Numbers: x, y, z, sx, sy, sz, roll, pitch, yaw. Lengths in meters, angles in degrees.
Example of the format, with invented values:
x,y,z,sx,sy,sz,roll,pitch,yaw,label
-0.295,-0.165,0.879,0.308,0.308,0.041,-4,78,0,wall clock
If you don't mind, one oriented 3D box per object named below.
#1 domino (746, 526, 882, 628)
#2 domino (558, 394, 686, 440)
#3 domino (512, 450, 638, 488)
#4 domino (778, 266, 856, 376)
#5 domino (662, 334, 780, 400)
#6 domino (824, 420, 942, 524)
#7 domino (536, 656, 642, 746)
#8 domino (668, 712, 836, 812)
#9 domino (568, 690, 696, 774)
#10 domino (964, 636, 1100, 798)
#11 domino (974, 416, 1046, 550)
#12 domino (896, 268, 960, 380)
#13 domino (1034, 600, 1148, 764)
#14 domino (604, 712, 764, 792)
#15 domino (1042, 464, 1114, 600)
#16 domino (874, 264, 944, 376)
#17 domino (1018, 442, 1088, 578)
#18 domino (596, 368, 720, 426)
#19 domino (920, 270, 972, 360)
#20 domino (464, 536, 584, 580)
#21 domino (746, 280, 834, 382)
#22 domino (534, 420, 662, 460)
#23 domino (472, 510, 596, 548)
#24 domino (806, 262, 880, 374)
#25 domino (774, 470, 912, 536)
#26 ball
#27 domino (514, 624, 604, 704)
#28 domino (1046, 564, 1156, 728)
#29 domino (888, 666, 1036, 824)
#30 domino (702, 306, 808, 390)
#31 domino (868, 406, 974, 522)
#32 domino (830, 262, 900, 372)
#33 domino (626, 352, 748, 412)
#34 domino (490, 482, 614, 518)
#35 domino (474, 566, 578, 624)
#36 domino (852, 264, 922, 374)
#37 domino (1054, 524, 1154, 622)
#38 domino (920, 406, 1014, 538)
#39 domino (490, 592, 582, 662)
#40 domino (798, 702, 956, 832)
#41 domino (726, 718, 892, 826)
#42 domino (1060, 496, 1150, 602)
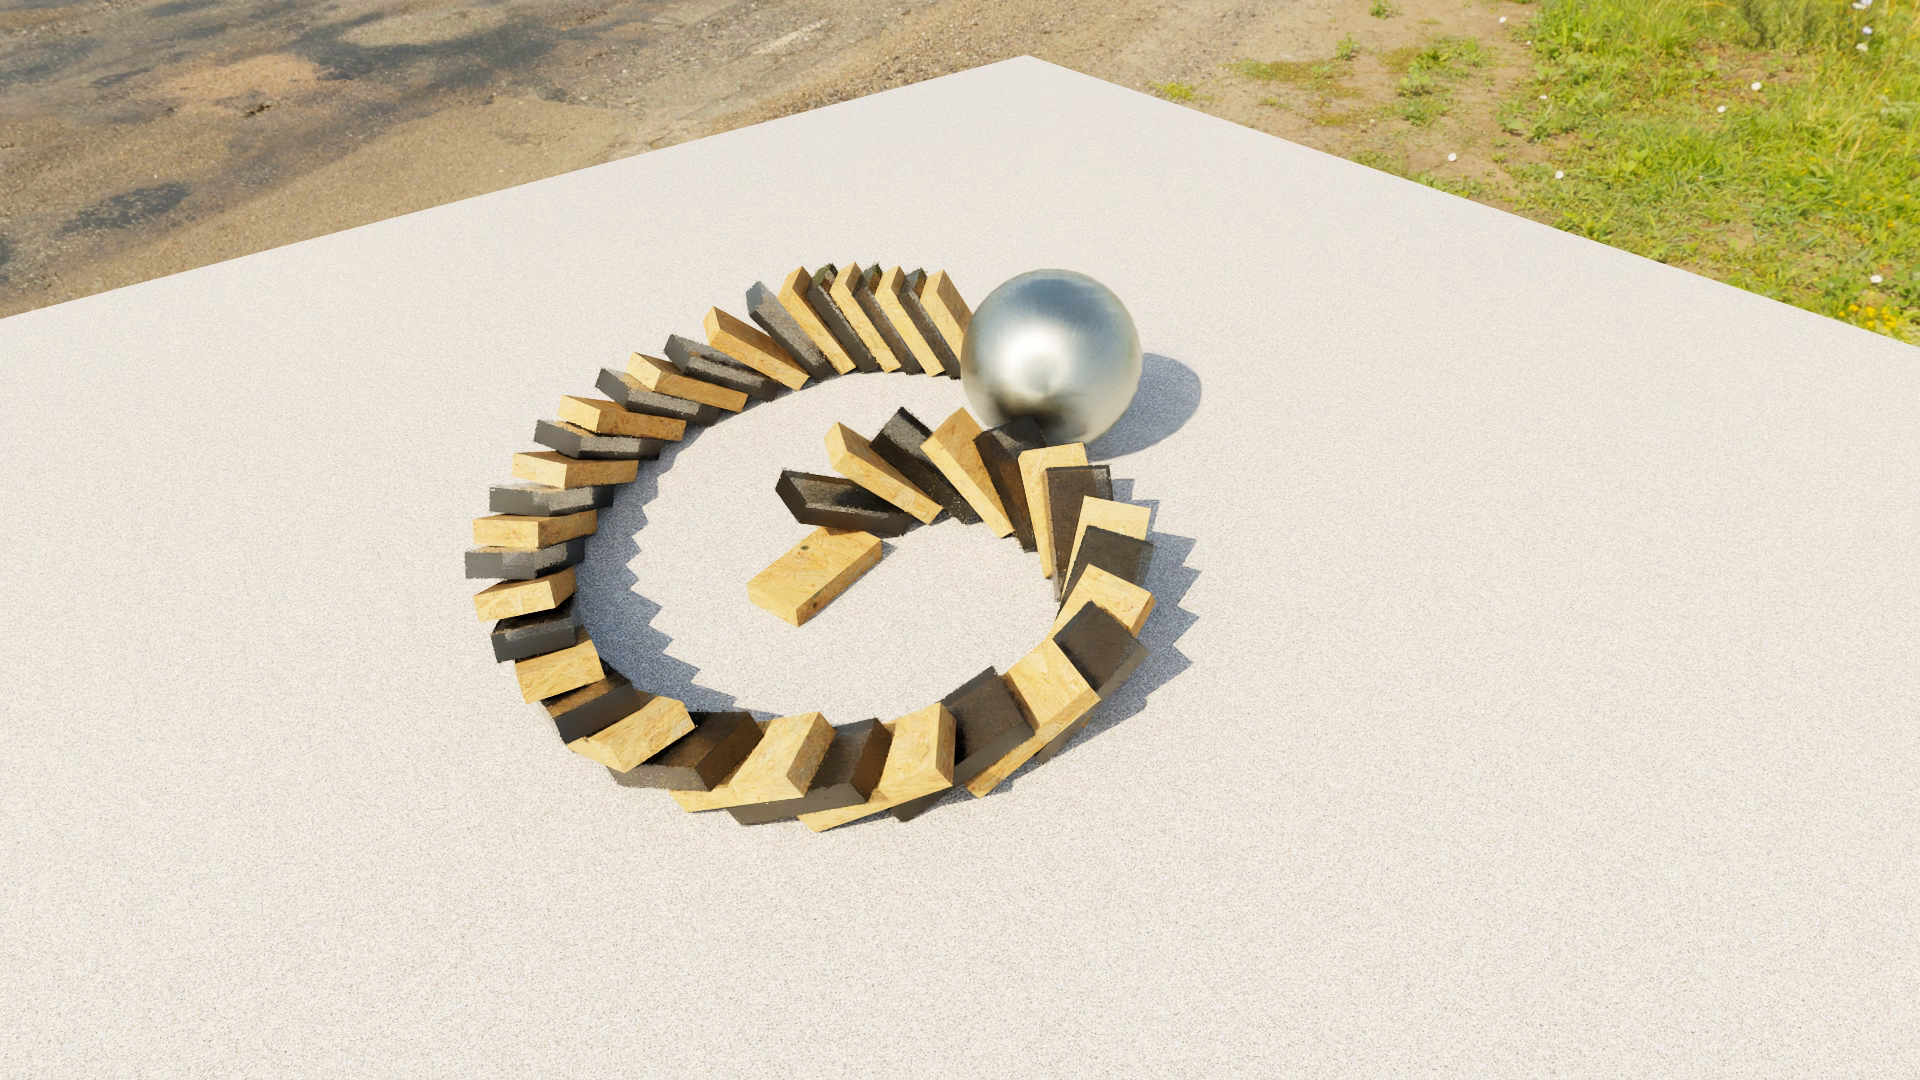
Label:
x,y,z,sx,sy,sz,roll,pitch,yaw,label
-0.056,0.012,0.429,0.025,0.010,0.050,24,45,27,domino
-0.149,-0.054,0.488,0.025,0.010,0.050,22,11,29,domino
-0.160,-0.030,0.461,0.025,0.010,0.050,13,10,15,domino
-0.069,-0.109,0.547,0.010,0.050,0.025,-25,32,25,domino
-0.113,-0.082,0.522,0.050,0.009,0.025,12,24,-45,domino
-0.031,-0.027,0.451,0.050,0.010,0.025,30,21,-31,domino
-0.124,0.052,0.361,0.025,0.009,0.050,-25,15,-25,domino
-0.064,0.069,0.340,0.050,0.010,0.025,-15,32,32,domino
-0.108,0.060,0.351,0.025,0.010,0.050,-33,19,-33,domino
0.018,0.057,0.355,0.050,0.010,0.025,-40,46,2,domino
0.028,-0.023,0.448,0.025,0.010,0.050,-21,82,-28,domino
-0.012,-0.107,0.544,0.009,0.050,0.025,-22,32,24,domino
0.036,0.047,0.365,0.050,0.009,0.025,-46,55,-3,domino
-0.087,0.066,0.345,0.050,0.010,0.025,-7,28,41,domino
0.047,-0.003,0.424,0.025,0.010,0.050,-3,78,-8,domino
-0.023,-0.108,0.546,0.010,0.050,0.025,-22,33,24,domino
0.041,-0.012,0.436,0.025,0.010,0.050,-9,77,-11,domino
-0.137,-0.065,0.502,0.025,0.010,0.050,33,15,34,domino
-0.001,-0.106,0.542,0.010,0.050,0.025,-22,33,24,domino
-0.163,0.006,0.416,0.025,0.010,0.050,1,7,1,domino
-0.084,-0.102,0.540,0.009,0.050,0.025,-36,39,14,domino
-0.156,-0.043,0.476,0.025,0.010,0.050,20,11,22,domino
-0.165,-0.005,0.430,0.025,0.009,0.050,3,7,6,domino
-0.056,-0.110,0.548,0.009,0.050,0.025,-22,32,25,domino
-0.047,-0.015,0.444,0.050,0.009,0.025,7,29,-39,domino
0.040,-0.078,0.484,0.080,0.080,0.080,0,39,0,ball
-0.137,0.041,0.374,0.025,0.010,0.050,-18,13,-21,domino
0.044,0.036,0.379,0.025,0.010,0.050,26,79,28,domino
-0.004,0.064,0.347,0.050,0.010,0.025,-34,44,3,domino
-0.099,-0.093,0.533,0.050,0.010,0.025,25,25,-35,domino
-0.012,-0.032,0.459,0.050,0.010,0.025,39,35,-6,domino
-0.045,-0.111,0.549,0.010,0.050,0.025,-22,33,24,domino
-0.126,-0.073,0.511,0.025,0.009,0.050,34,15,36,domino
-0.164,-0.017,0.444,0.025,0.009,0.050,6,8,10,domino
-0.156,0.019,0.399,0.025,0.010,0.050,-12,7,-9,domino
-0.034,-0.110,0.547,0.009,0.050,0.025,-22,33,24,domino
0.050,0.022,0.395,0.025,0.009,0.050,16,76,15,domino
0.009,-0.028,0.452,0.050,0.010,0.025,49,45,-10,domino
-0.148,0.030,0.388,0.025,0.010,0.050,-13,11,-15,domino
-0.025,0.070,0.338,0.050,0.009,0.025,-24,35,22,domino
-0.047,0.071,0.337,0.050,0.010,0.025,-17,31,30,domino
0.053,0.011,0.408,0.025,0.010,0.050,11,76,11,domino
